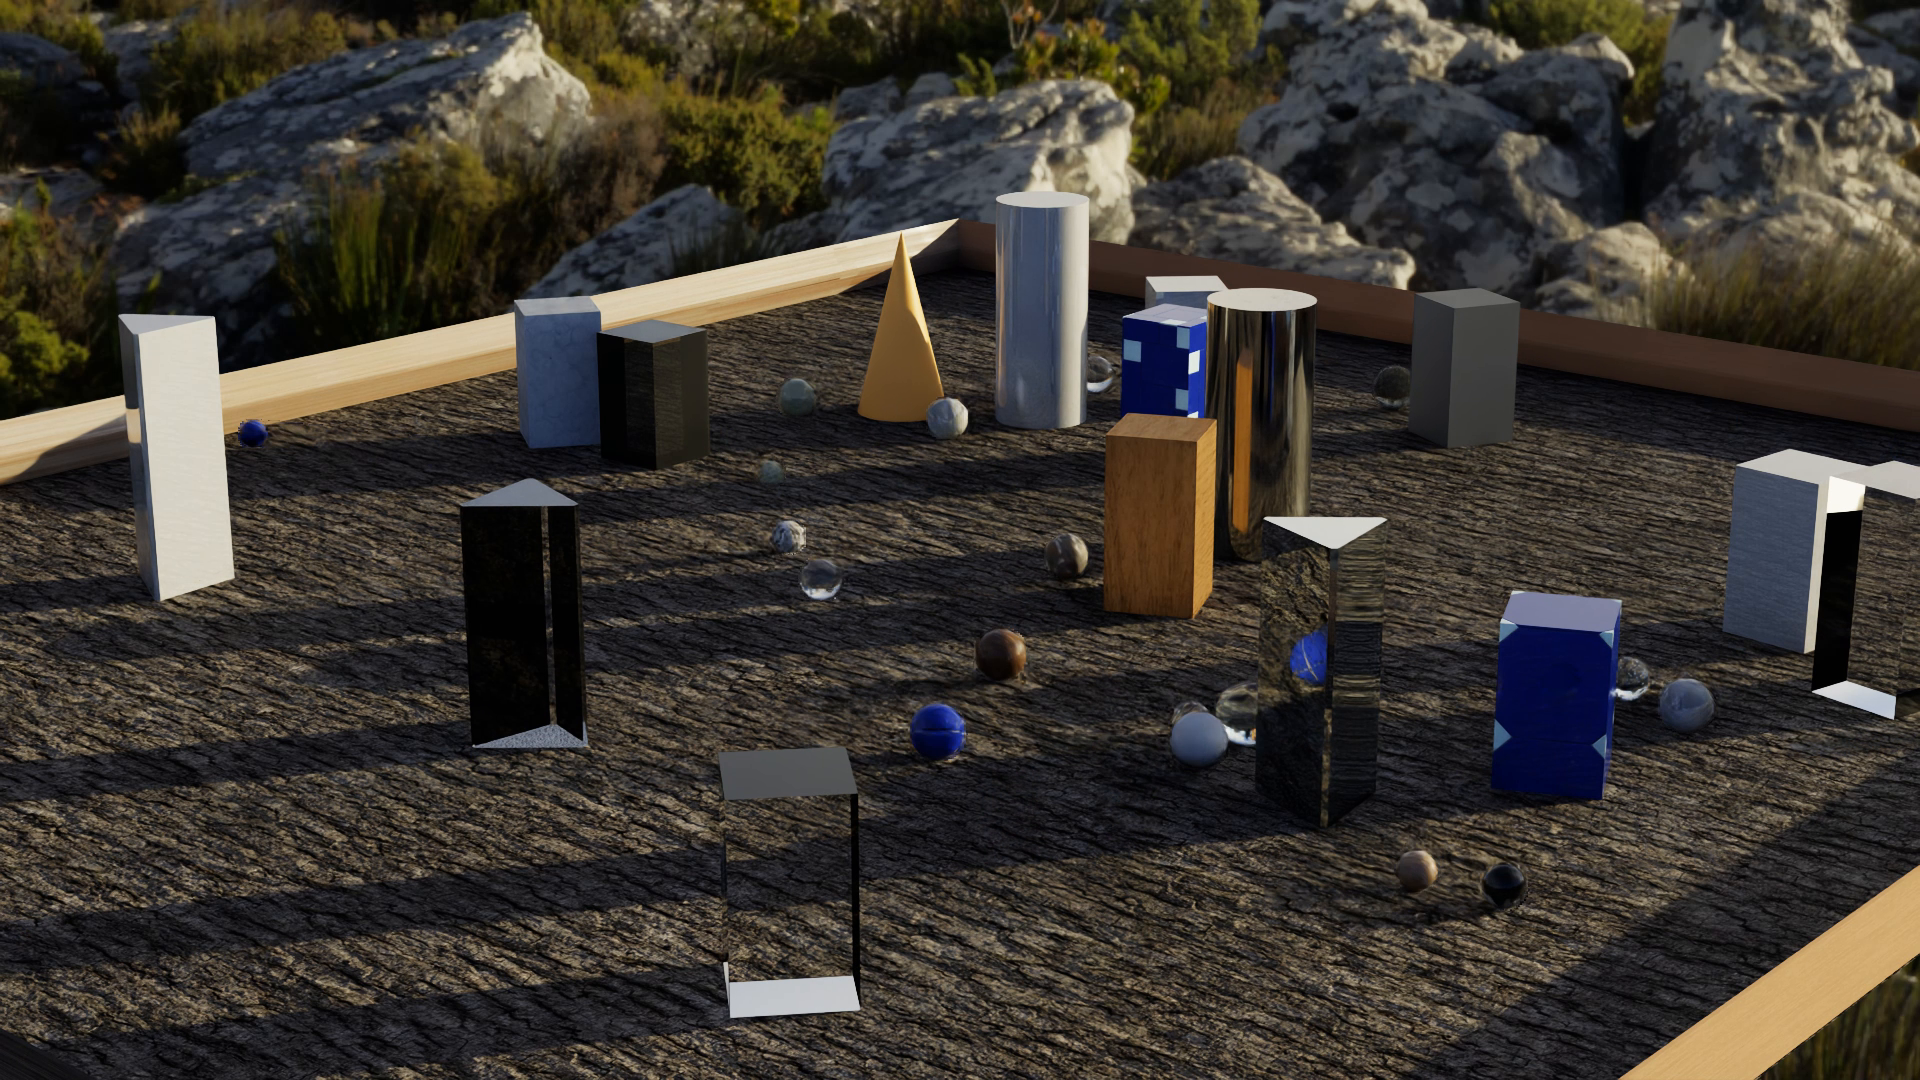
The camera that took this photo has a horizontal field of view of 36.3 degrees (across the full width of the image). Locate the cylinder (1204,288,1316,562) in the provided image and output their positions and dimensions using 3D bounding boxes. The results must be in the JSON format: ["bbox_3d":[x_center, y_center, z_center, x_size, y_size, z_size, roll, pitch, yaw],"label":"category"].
[{"bbox_3d":[0.543,-0.210,5.342,0.197,0.466,0.197,0,17,0],"label":"cylinder"}]

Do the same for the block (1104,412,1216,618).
[{"bbox_3d":[0.345,-0.043,5.055,0.158,0.313,0.158,5,17,16],"label":"block"}]

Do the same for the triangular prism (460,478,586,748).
[{"bbox_3d":[-0.650,0.109,4.435,0.171,0.379,0.148,0,17,-1],"label":"triangular prism"}]

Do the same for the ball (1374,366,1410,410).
[{"bbox_3d":[0.949,-0.332,6.391,0.094,0.094,0.094,0,17,0],"label":"ball"}]

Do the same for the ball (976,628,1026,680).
[{"bbox_3d":[0.066,0.184,4.698,0.083,0.083,0.083,0,17,0],"label":"ball"}]

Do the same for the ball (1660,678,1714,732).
[{"bbox_3d":[1.109,0.252,4.477,0.081,0.081,0.081,0,17,0],"label":"ball"}]

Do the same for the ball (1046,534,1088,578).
[{"bbox_3d":[0.191,0.028,5.226,0.077,0.077,0.077,0,17,0],"label":"ball"}]

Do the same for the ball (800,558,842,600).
[{"bbox_3d":[-0.242,0.069,5.098,0.073,0.073,0.073,0,17,0],"label":"ball"}]

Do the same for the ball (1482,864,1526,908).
[{"bbox_3d":[0.713,0.453,3.845,0.059,0.059,0.059,0,17,0],"label":"ball"}]

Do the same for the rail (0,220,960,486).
[{"bbox_3d":[-1.413,-0.322,6.295,0.045,0.128,4.352,14,22,39],"label":"rail"}]

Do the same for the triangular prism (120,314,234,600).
[{"bbox_3d":[-1.405,-0.154,5.140,0.148,0.474,0.171,12,21,35],"label":"triangular prism"}]

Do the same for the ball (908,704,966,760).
[{"bbox_3d":[-0.034,0.285,4.363,0.084,0.084,0.084,0,17,0],"label":"ball"}]

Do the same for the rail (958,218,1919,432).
[{"bbox_3d":[1.411,-0.437,6.676,3.791,0.128,0.045,14,22,39],"label":"rail"}]

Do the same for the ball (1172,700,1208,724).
[{"bbox_3d":[0.351,0.272,4.451,0.057,0.057,0.057,0,17,0],"label":"ball"}]

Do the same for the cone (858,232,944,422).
[{"bbox_3d":[-0.125,-0.473,6.330,0.197,0.400,0.197,0,17,0],"label":"cone"}]

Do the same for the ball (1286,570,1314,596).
[{"bbox_3d":[0.594,0.075,5.122,0.047,0.047,0.047,0,17,0],"label":"ball"}]

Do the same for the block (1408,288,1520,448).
[{"bbox_3d":[1.054,-0.362,6.139,0.158,0.296,0.158,-7,18,-21],"label":"block"}]

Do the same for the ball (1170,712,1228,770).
[{"bbox_3d":[0.353,0.295,4.325,0.085,0.085,0.085,0,17,0],"label":"ball"}]

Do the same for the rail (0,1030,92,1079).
[{"bbox_3d":[-1.411,0.501,3.564,3.791,0.128,0.045,14,22,39],"label":"rail"}]

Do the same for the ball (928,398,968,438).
[{"bbox_3d":[-0.025,-0.256,6.150,0.087,0.087,0.087,0,17,0],"label":"ball"}]

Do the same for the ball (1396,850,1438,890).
[{"bbox_3d":[0.608,0.439,3.901,0.054,0.054,0.054,0,17,0],"label":"ball"}]

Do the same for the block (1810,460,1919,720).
[{"bbox_3d":[1.461,0.076,4.585,0.158,0.355,0.158,-12,20,-34],"label":"block"}]

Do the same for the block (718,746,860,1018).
[{"bbox_3d":[-0.209,0.416,3.583,0.158,0.282,0.158,-2,17,-7],"label":"block"}]

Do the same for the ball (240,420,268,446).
[{"bbox_3d":[-1.468,-0.221,6.090,0.055,0.055,0.055,0,17,0],"label":"ball"}]

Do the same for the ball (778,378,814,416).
[{"bbox_3d":[-0.354,-0.309,6.338,0.080,0.080,0.080,0,17,0],"label":"ball"}]

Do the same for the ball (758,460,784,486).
[{"bbox_3d":[-0.374,-0.132,5.802,0.051,0.051,0.051,0,17,0],"label":"ball"}]

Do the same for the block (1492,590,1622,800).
[{"bbox_3d":[0.869,0.224,4.271,0.158,0.253,0.158,5,17,16],"label":"block"}]

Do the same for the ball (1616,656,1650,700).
[{"bbox_3d":[1.050,0.218,4.609,0.069,0.069,0.069,0,17,0],"label":"ball"}]

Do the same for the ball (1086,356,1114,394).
[{"bbox_3d":[0.300,-0.369,6.533,0.083,0.083,0.083,0,17,0],"label":"ball"}]

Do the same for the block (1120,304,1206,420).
[{"bbox_3d":[0.435,-0.303,5.923,0.158,0.309,0.158,12,20,34],"label":"block"}]

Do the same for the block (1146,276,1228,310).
[{"bbox_3d":[0.492,-0.425,6.390,0.158,0.272,0.158,-1,17,-4],"label":"block"}]

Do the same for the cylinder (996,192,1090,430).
[{"bbox_3d":[0.174,-0.492,6.259,0.197,0.476,0.197,0,17,0],"label":"cylinder"}]

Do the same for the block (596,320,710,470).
[{"bbox_3d":[-0.625,-0.298,5.986,0.158,0.263,0.158,13,21,37],"label":"block"}]

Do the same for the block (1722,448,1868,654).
[{"bbox_3d":[1.397,0.017,4.895,0.158,0.290,0.158,-14,22,-40],"label":"block"}]

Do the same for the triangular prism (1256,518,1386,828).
[{"bbox_3d":[0.492,0.176,4.156,0.148,0.411,0.171,10,19,30],"label":"triangular prism"}]

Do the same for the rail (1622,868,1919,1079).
[{"bbox_3d":[1.413,0.386,3.945,0.045,0.128,4.352,14,22,39],"label":"rail"}]

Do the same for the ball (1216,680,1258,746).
[{"bbox_3d":[0.434,0.261,4.416,0.099,0.099,0.099,0,17,0],"label":"ball"}]

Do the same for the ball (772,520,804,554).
[{"bbox_3d":[-0.315,-0.006,5.367,0.061,0.061,0.061,0,17,0],"label":"ball"}]

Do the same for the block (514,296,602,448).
[{"bbox_3d":[-0.837,-0.352,6.132,0.158,0.282,0.158,-5,17,-15],"label":"block"}]
